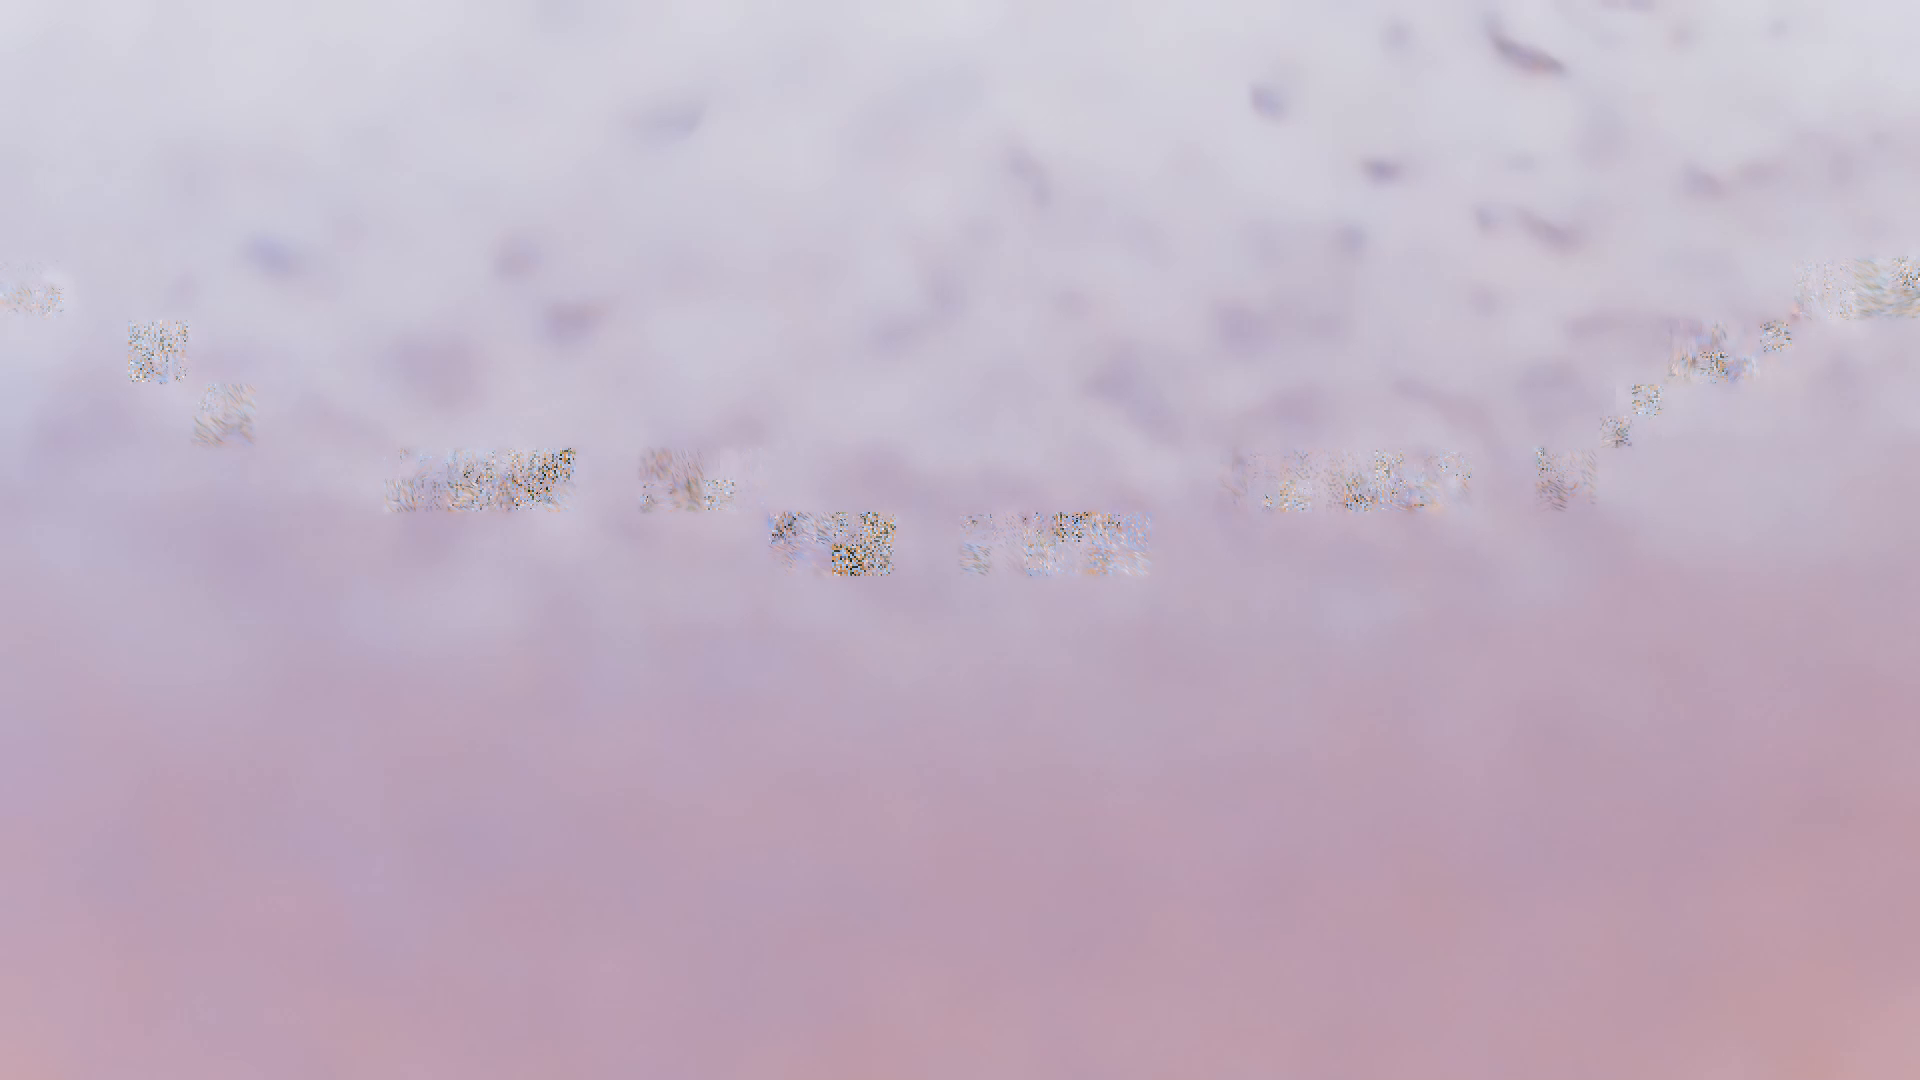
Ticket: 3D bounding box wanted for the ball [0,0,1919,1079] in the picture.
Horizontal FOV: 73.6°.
[{"bbox_3d":[0.000,-0.002,0.056,0.080,0.080,0.080,0,4,0],"label":"ball"}]
